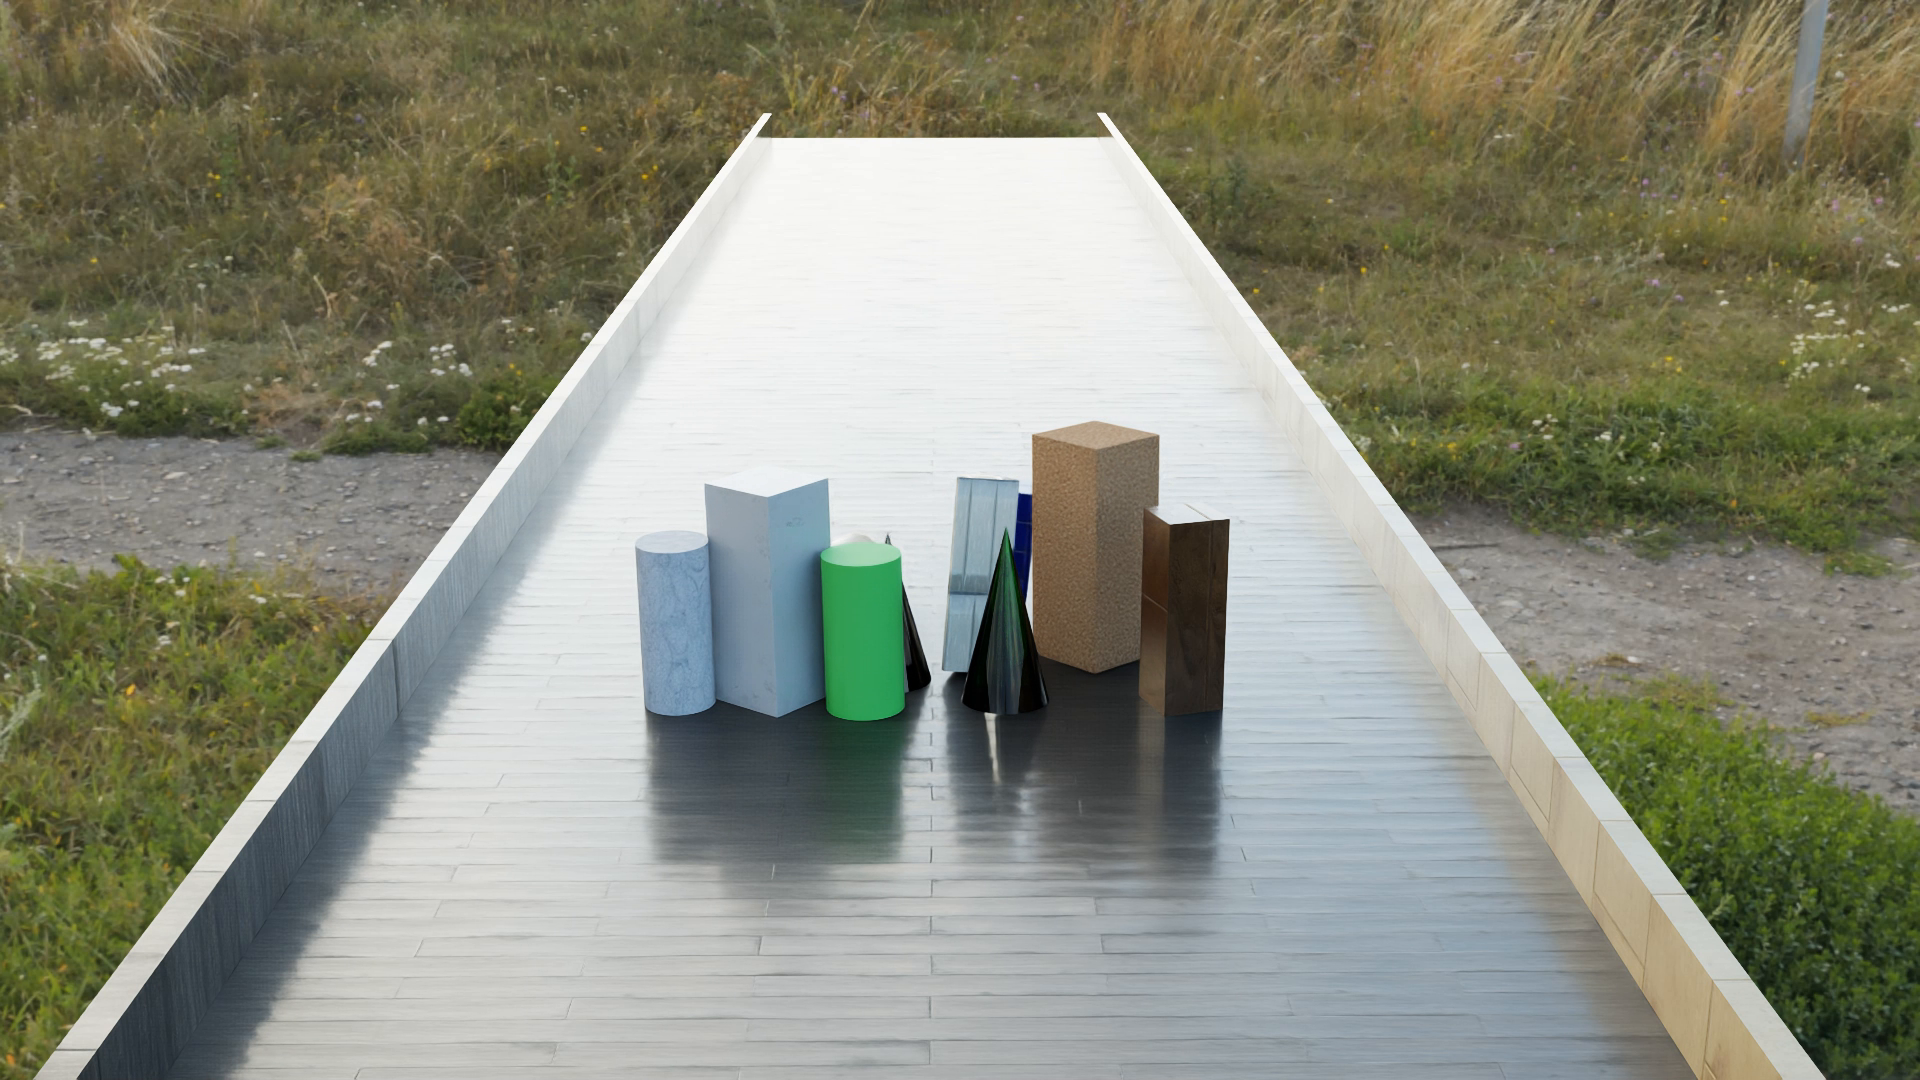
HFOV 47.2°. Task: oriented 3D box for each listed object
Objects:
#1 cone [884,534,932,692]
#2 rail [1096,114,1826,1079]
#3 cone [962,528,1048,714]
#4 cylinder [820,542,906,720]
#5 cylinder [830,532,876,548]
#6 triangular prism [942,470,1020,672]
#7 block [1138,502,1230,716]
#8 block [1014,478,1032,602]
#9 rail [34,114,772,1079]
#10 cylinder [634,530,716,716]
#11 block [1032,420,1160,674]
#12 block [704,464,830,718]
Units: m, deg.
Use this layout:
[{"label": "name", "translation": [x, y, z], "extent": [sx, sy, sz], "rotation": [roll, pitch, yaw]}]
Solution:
[{"label": "cone", "translation": [-0.139, 0.128, 4.269], "extent": [0.167, 0.301, 0.167], "rotation": [0, 17, 0]}, {"label": "rail", "translation": [0.932, -0.844, 7.801], "extent": [0.050, 0.150, 12.000], "rotation": [0, 17, -1]}, {"label": "cone", "translation": [0.086, 0.138, 4.157], "extent": [0.168, 0.345, 0.168], "rotation": [0, 17, 0]}, {"label": "cylinder", "translation": [-0.181, 0.170, 4.120], "extent": [0.150, 0.302, 0.150], "rotation": [-1, 17, 0]}, {"label": "cylinder", "translation": [-0.297, 0.096, 4.659], "extent": [0.139, 0.139, 0.355], "rotation": [8, 18, 24]}, {"label": "triangular prism", "translation": [0.032, 0.061, 4.334], "extent": [0.122, 0.384, 0.106], "rotation": [3, 10, -9]}, {"label": "block", "translation": [0.420, 0.129, 4.135], "extent": [0.121, 0.375, 0.121], "rotation": [-5, 17, -18]}, {"label": "block", "translation": [0.091, 0.032, 4.569], "extent": [0.111, 0.304, 0.111], "rotation": [6, 17, 1]}, {"label": "rail", "translation": [-1.118, -0.838, 7.780], "extent": [0.050, 0.150, 12.000], "rotation": [0, 17, -1]}, {"label": "cylinder", "translation": [-0.534, 0.155, 4.134], "extent": [0.136, 0.321, 0.136], "rotation": [0, 18, 0]}, {"label": "block", "translation": [0.270, 0.011, 4.390], "extent": [0.178, 0.454, 0.178], "rotation": [-15, 21, -40]}, {"label": "block", "translation": [-0.356, 0.094, 4.153], "extent": [0.163, 0.428, 0.163], "rotation": [12, 22, 38]}]
